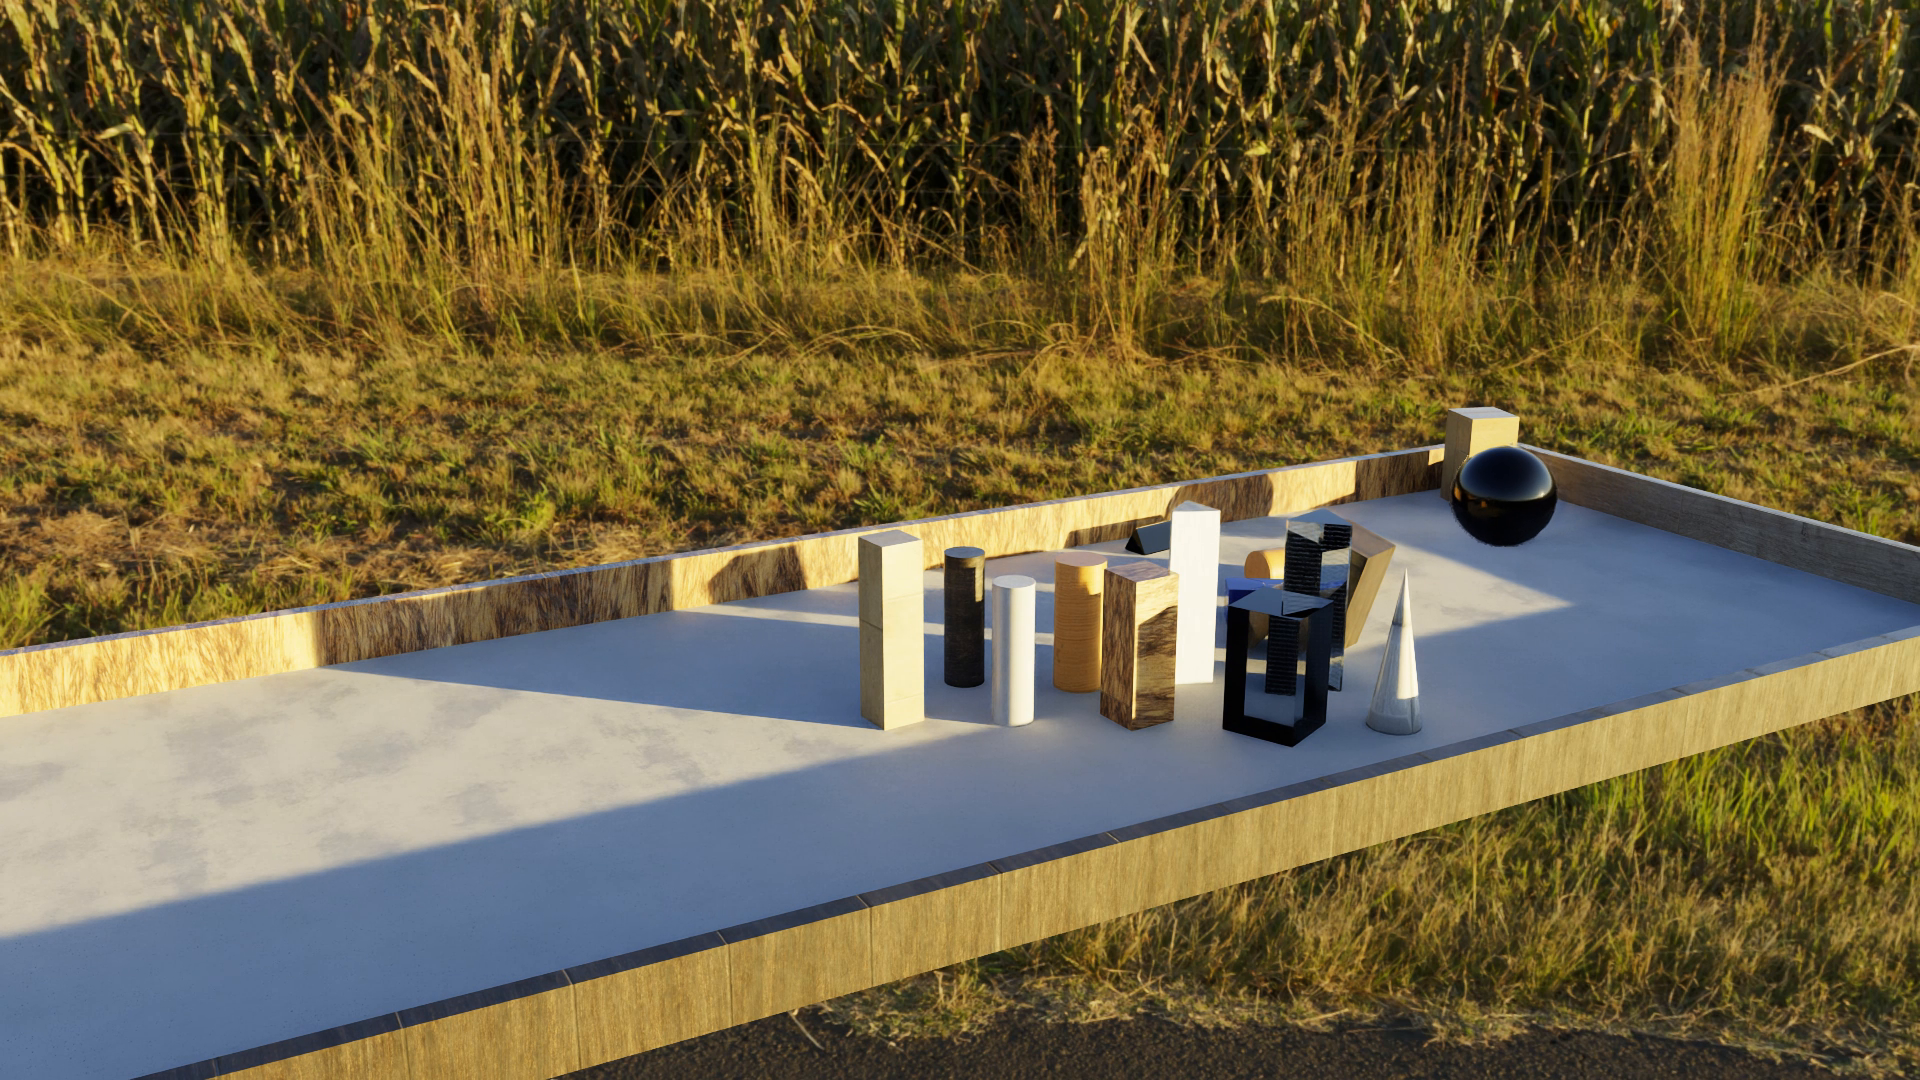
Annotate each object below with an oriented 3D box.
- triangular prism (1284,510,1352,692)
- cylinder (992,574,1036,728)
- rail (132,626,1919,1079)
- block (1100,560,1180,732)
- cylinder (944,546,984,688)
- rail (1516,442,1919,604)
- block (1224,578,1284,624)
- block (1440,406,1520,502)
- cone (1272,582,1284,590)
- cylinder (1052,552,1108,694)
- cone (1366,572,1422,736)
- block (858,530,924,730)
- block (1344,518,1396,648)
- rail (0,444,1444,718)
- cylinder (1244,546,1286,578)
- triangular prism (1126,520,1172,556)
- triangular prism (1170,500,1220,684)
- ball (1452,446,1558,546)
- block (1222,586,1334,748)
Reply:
[{"bbox_3d":[0.887,0.145,4.104,0.155,0.427,0.134,5,17,16],"label":"triangular prism"},{"bbox_3d":[0.124,0.260,3.864,0.101,0.342,0.101,0,16,0],"label":"cylinder"},{"bbox_3d":[-2.336,1.006,1.665,12.000,0.150,0.050,-9,18,-27],"label":"rail"},{"bbox_3d":[0.420,0.247,3.870,0.124,0.364,0.124,-10,19,-31],"label":"block"},{"bbox_3d":[0.011,0.192,4.104,0.102,0.338,0.102,0,16,0],"label":"cylinder"},{"bbox_3d":[2.466,-0.048,5.253,0.050,0.150,2.100,-9,18,-27],"label":"rail"},{"bbox_3d":[0.896,0.174,4.578,0.311,0.105,0.105,1,16,3],"label":"block"},{"bbox_3d":[1.815,-0.287,5.765,0.175,0.320,0.175,-3,17,-12],"label":"block"},{"bbox_3d":[0.960,0.116,4.486,0.443,0.127,0.127,-29,27,-21],"label":"cone"},{"bbox_3d":[0.296,0.203,4.082,0.127,0.327,0.127,0,16,0],"label":"cylinder"},{"bbox_3d":[1.019,0.248,3.821,0.127,0.389,0.127,0,16,0],"label":"cone"},{"bbox_3d":[-0.161,0.209,3.853,0.109,0.445,0.109,-11,20,-33],"label":"block"},{"bbox_3d":[0.993,0.125,4.333,0.152,0.304,0.152,33,33,31],"label":"block"},{"bbox_3d":[-3.305,0.497,3.399,12.000,0.150,0.050,-9,18,-27],"label":"rail"},{"bbox_3d":[1.036,0.076,4.857,0.382,0.134,0.134,-7,18,-23],"label":"cylinder"},{"bbox_3d":[0.672,-0.026,5.298,0.302,0.078,0.090,-13,21,-37],"label":"triangular prism"},{"bbox_3d":[0.570,0.130,4.119,0.120,0.447,0.104,-1,16,-4],"label":"triangular prism"},{"bbox_3d":[1.736,-0.141,5.264,0.321,0.321,0.321,0,16,0],"label":"ball"},{"bbox_3d":[0.737,0.291,3.826,0.178,0.305,0.178,12,20,35],"label":"block"}]
